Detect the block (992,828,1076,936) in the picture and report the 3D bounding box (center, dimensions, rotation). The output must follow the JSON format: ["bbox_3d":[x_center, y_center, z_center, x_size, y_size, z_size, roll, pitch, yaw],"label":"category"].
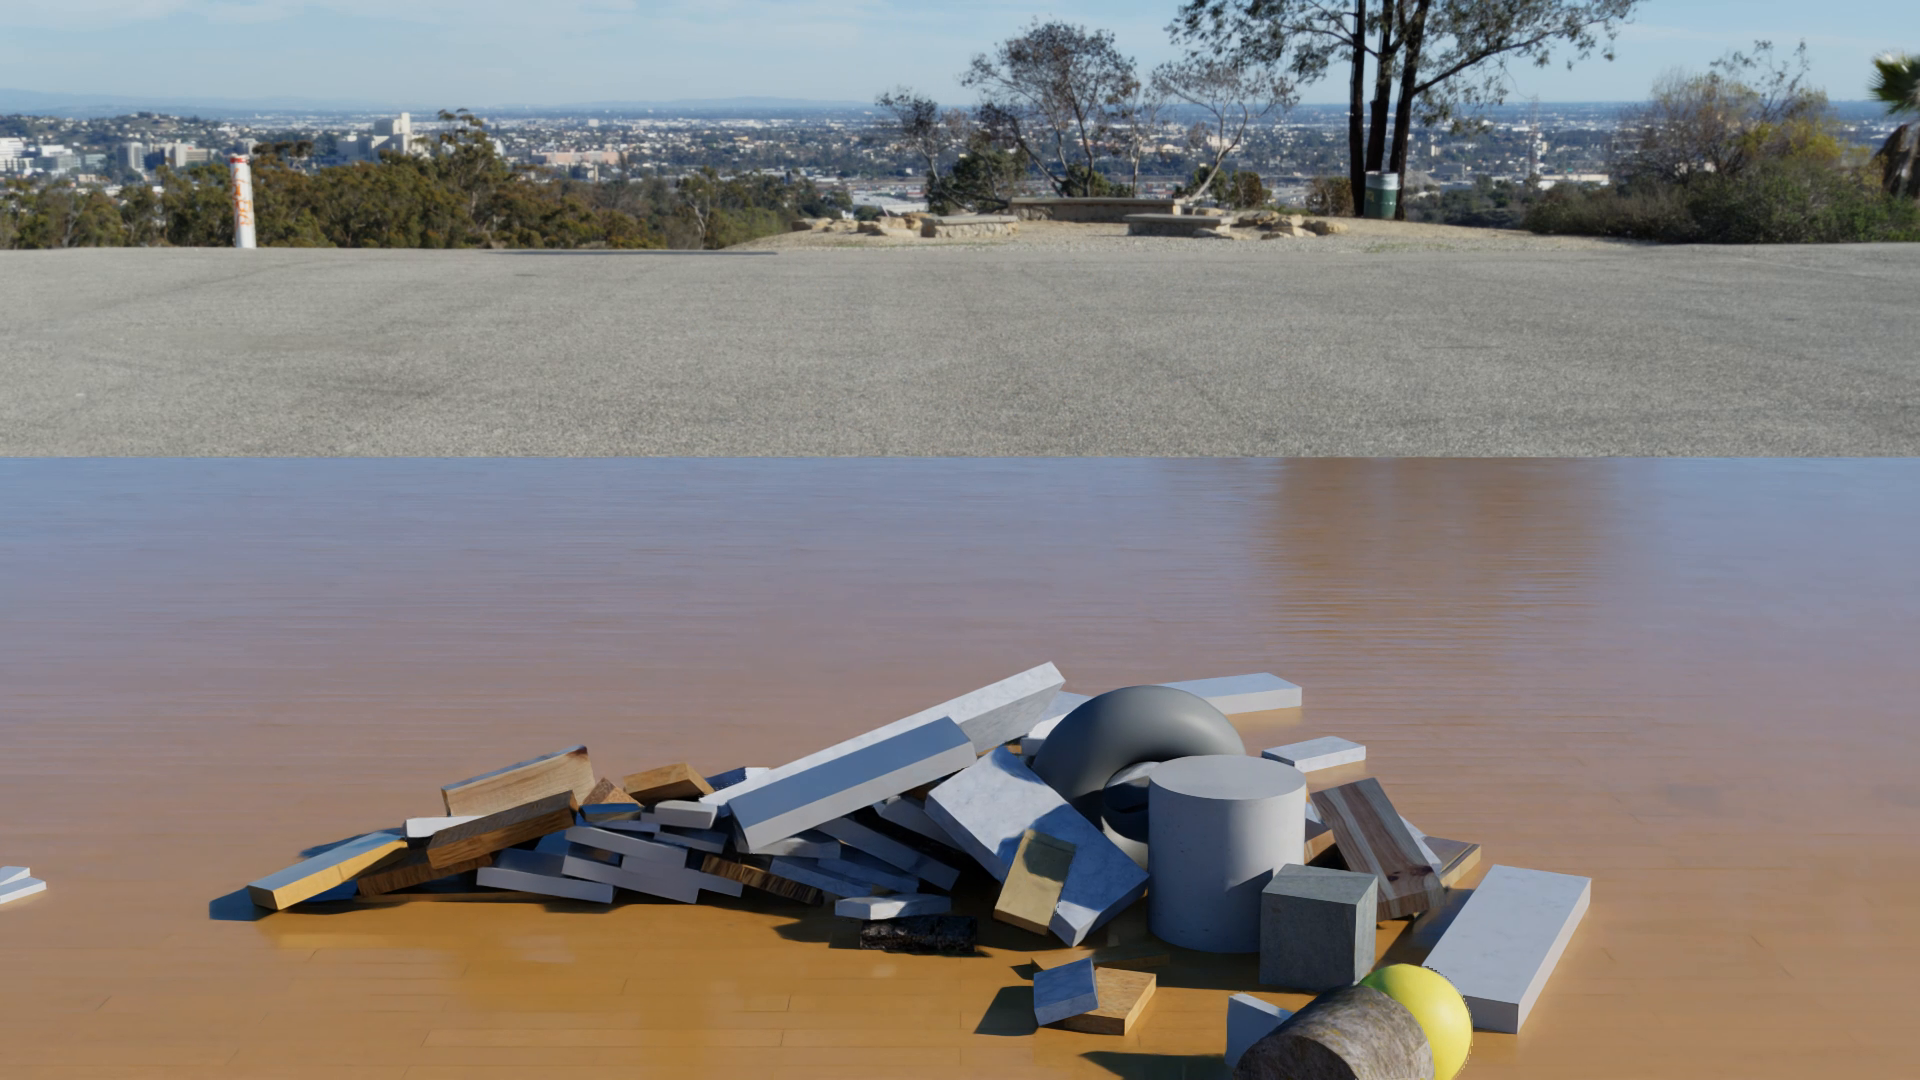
[{"bbox_3d":[0.118,0.532,3.430,0.085,0.024,0.170,18,44,7],"label":"block"}]

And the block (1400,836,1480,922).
[{"bbox_3d":[0.778,0.568,3.711,0.097,0.027,0.352,6,12,30],"label":"block"}]

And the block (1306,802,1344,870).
[{"bbox_3d":[0.571,0.509,3.988,0.150,0.042,0.449,-3,11,-17],"label":"block"}]

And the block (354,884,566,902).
[{"bbox_3d":[-0.827,0.586,3.656,0.349,0.013,0.046,-1,11,-3],"label":"block"}]

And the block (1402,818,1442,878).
[{"bbox_3d":[0.740,0.525,3.744,0.094,0.027,0.189,-2,17,-9],"label":"block"}]

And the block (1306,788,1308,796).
[{"bbox_3d":[0.627,0.476,4.246,0.050,0.014,0.099,-4,11,-21],"label":"block"}]

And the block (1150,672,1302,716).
[{"bbox_3d":[0.588,0.345,4.874,0.300,0.042,0.150,-4,11,-22],"label":"block"}]

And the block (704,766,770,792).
[{"bbox_3d":[-0.450,0.451,3.965,0.201,0.028,0.100,-18,-14,18],"label":"block"}]

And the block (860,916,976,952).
[{"bbox_3d":[-0.065,0.617,3.454,0.177,0.025,0.089,0,11,3],"label":"block"}]

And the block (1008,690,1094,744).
[{"bbox_3d":[0.173,0.378,4.701,0.142,0.040,0.283,8,13,37],"label":"block"}]

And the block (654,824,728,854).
[{"bbox_3d":[-0.443,0.490,3.627,0.115,0.016,0.058,12,10,0],"label":"block"}]

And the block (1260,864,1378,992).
[{"bbox_3d":[0.540,0.584,3.309,0.142,0.142,0.142,4,11,23],"label":"block"}]

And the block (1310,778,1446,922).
[{"bbox_3d":[0.693,0.513,3.680,0.119,0.034,0.424,-15,18,0],"label":"block"}]

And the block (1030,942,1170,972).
[{"bbox_3d":[0.214,0.641,3.351,0.206,0.016,0.057,-4,11,-19],"label":"block"}]

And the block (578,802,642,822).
[{"bbox_3d":[-0.571,0.445,3.599,0.095,0.014,0.048,1,10,-22],"label":"block"}]

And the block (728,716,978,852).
[{"bbox_3d":[-0.177,0.397,3.616,0.397,0.040,0.142,-20,17,-11],"label":"block"}]

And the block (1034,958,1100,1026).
[{"bbox_3d":[0.152,0.649,3.167,0.089,0.025,0.177,-17,4,3],"label":"block"}]

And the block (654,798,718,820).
[{"bbox_3d":[-0.447,0.440,3.591,0.095,0.014,0.048,5,10,3],"label":"block"}]

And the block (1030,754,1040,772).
[{"bbox_3d":[0.263,0.420,4.074,0.238,0.034,0.119,7,-11,-30],"label":"block"}]

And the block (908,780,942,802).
[{"bbox_3d":[-0.016,0.438,3.713,0.170,0.024,0.085,26,6,-22],"label":"block"}]

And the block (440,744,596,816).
[{"bbox_3d":[-0.771,0.462,3.880,0.258,0.129,0.037,-16,10,-26],"label":"block"}]

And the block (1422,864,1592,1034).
[{"bbox_3d":[0.839,0.619,3.388,0.159,0.045,0.589,5,12,25],"label":"block"}]

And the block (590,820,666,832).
[{"bbox_3d":[-0.545,0.460,3.616,0.115,0.016,0.058,5,10,3],"label":"block"}]

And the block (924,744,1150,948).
[{"bbox_3d":[0.121,0.487,3.530,0.170,0.048,0.340,-30,57,-34],"label":"block"}]

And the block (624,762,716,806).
[{"bbox_3d":[-0.479,0.439,3.756,0.100,0.028,0.546,-13,-13,-2],"label":"block"}]

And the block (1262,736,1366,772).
[{"bbox_3d":[0.714,0.433,4.437,0.194,0.027,0.097,-7,13,-34],"label":"block"}]

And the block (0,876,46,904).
[{"bbox_3d":[-1.578,0.584,3.664,0.046,0.013,0.093,6,12,31],"label":"block"}]

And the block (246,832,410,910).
[{"bbox_3d":[-1.045,0.546,3.643,0.236,0.033,0.118,-21,11,-37],"label":"block"}]

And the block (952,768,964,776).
[{"bbox_3d":[0.086,0.456,3.772,0.268,0.035,0.125,40,-1,-41],"label":"block"}]

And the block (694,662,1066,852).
[{"bbox_3d":[-0.149,0.401,3.953,0.805,0.170,0.048,-18,61,-37],"label":"block"}]

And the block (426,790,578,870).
[{"bbox_3d":[-0.745,0.472,3.593,0.236,0.033,0.118,-17,9,-4],"label":"block"}]
